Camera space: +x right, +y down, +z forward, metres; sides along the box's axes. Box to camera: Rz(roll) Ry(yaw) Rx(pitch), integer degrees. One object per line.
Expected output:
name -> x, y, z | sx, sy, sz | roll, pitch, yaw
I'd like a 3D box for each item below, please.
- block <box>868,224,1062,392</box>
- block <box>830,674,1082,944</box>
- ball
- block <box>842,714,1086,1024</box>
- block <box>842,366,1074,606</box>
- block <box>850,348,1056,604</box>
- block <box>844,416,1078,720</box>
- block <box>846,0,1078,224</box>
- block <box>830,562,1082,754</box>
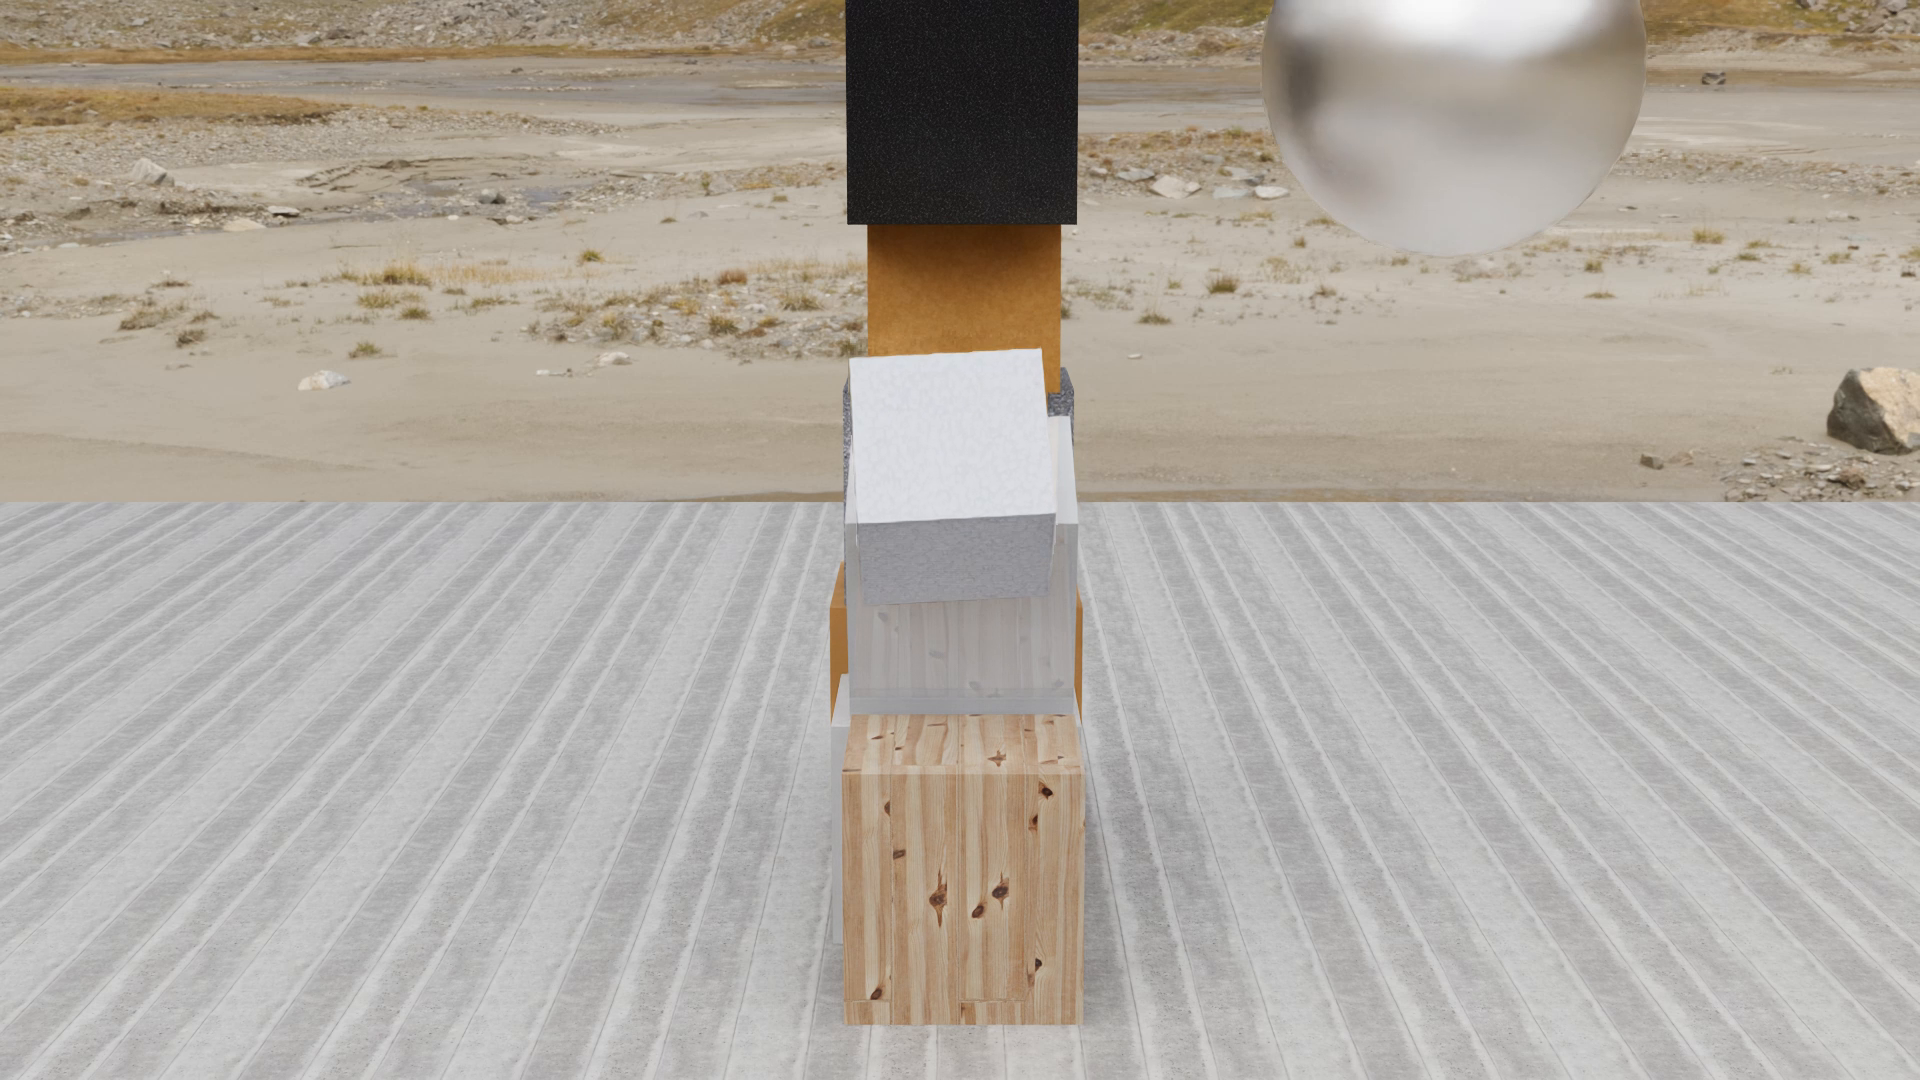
block -> 0.018, -1.068, 11.336 | 0.821, 0.738, 0.851 | 0, 10, 0
block -> -0.015, 1.118, 10.862 | 1.010, 0.914, 0.924 | 0, 10, 0
ball -> 2.074, -1.999, 10.817 | 1.600, 1.600, 1.600 | 0, 10, 0
block -> 0.013, 1.256, 9.950 | 0.895, 0.968, 0.899 | 0, 10, 0
block -> -0.006, -0.260, 11.603 | 0.999, 0.948, 0.906 | 0, 10, 0
block -> -0.035, -0.231, 9.648 | 0.711, 0.679, 0.714 | -3, -25, -2
block -> 0.006, 0.106, 10.603 | 0.909, 0.917, 0.914 | 0, 30, 0
block -> 0.009, -1.852, 10.844 | 0.939, 0.980, 0.923 | 0, 10, 0
block -> -0.017, 0.793, 11.835 | 1.104, 1.206, 1.086 | 0, 10, 0
